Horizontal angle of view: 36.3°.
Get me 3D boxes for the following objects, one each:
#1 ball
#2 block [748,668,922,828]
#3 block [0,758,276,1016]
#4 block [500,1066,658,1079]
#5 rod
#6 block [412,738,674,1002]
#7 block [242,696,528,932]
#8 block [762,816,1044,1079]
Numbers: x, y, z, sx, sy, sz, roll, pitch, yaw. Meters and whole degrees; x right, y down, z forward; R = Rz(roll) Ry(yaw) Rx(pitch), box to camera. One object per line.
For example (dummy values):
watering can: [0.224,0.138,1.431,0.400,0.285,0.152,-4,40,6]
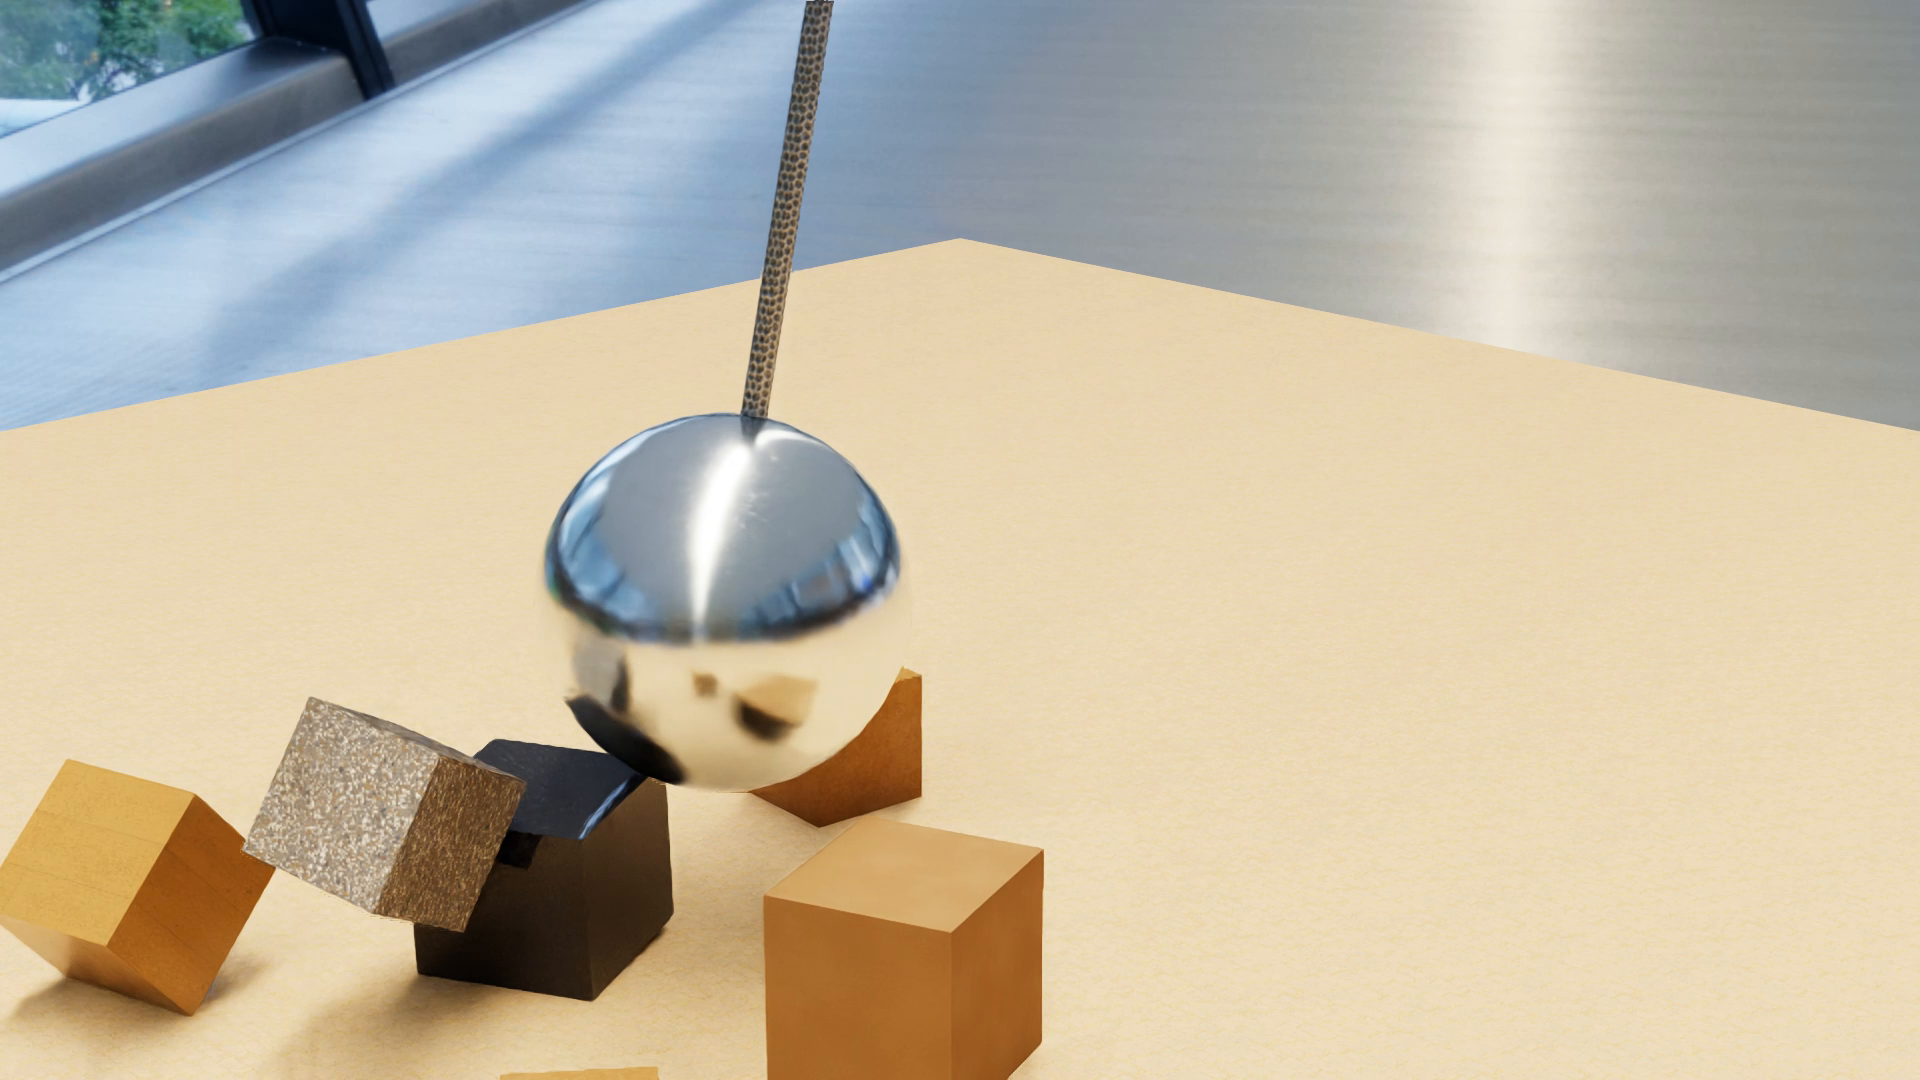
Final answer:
ball: [-0.996,0.262,12.380,1.600,1.600,1.600,0,17,0]
block: [-0.617,0.943,14.290,0.624,0.633,0.598,-14,22,-37]
block: [-3.449,1.439,12.175,0.738,0.646,0.711,10,61,29]
block: [-1.299,2.220,10.105,0.542,0.525,0.572,-2,40,-6]
rod: [-0.432,-3.060,11.928,0.080,5.200,0.080,17,10,42]
block: [-1.792,1.400,12.581,0.822,0.745,0.824,6,21,18]
block: [-2.297,1.106,11.762,0.656,0.660,0.724,21,-5,23]
block: [-0.210,1.695,11.528,0.793,0.854,0.861,8,19,24]
